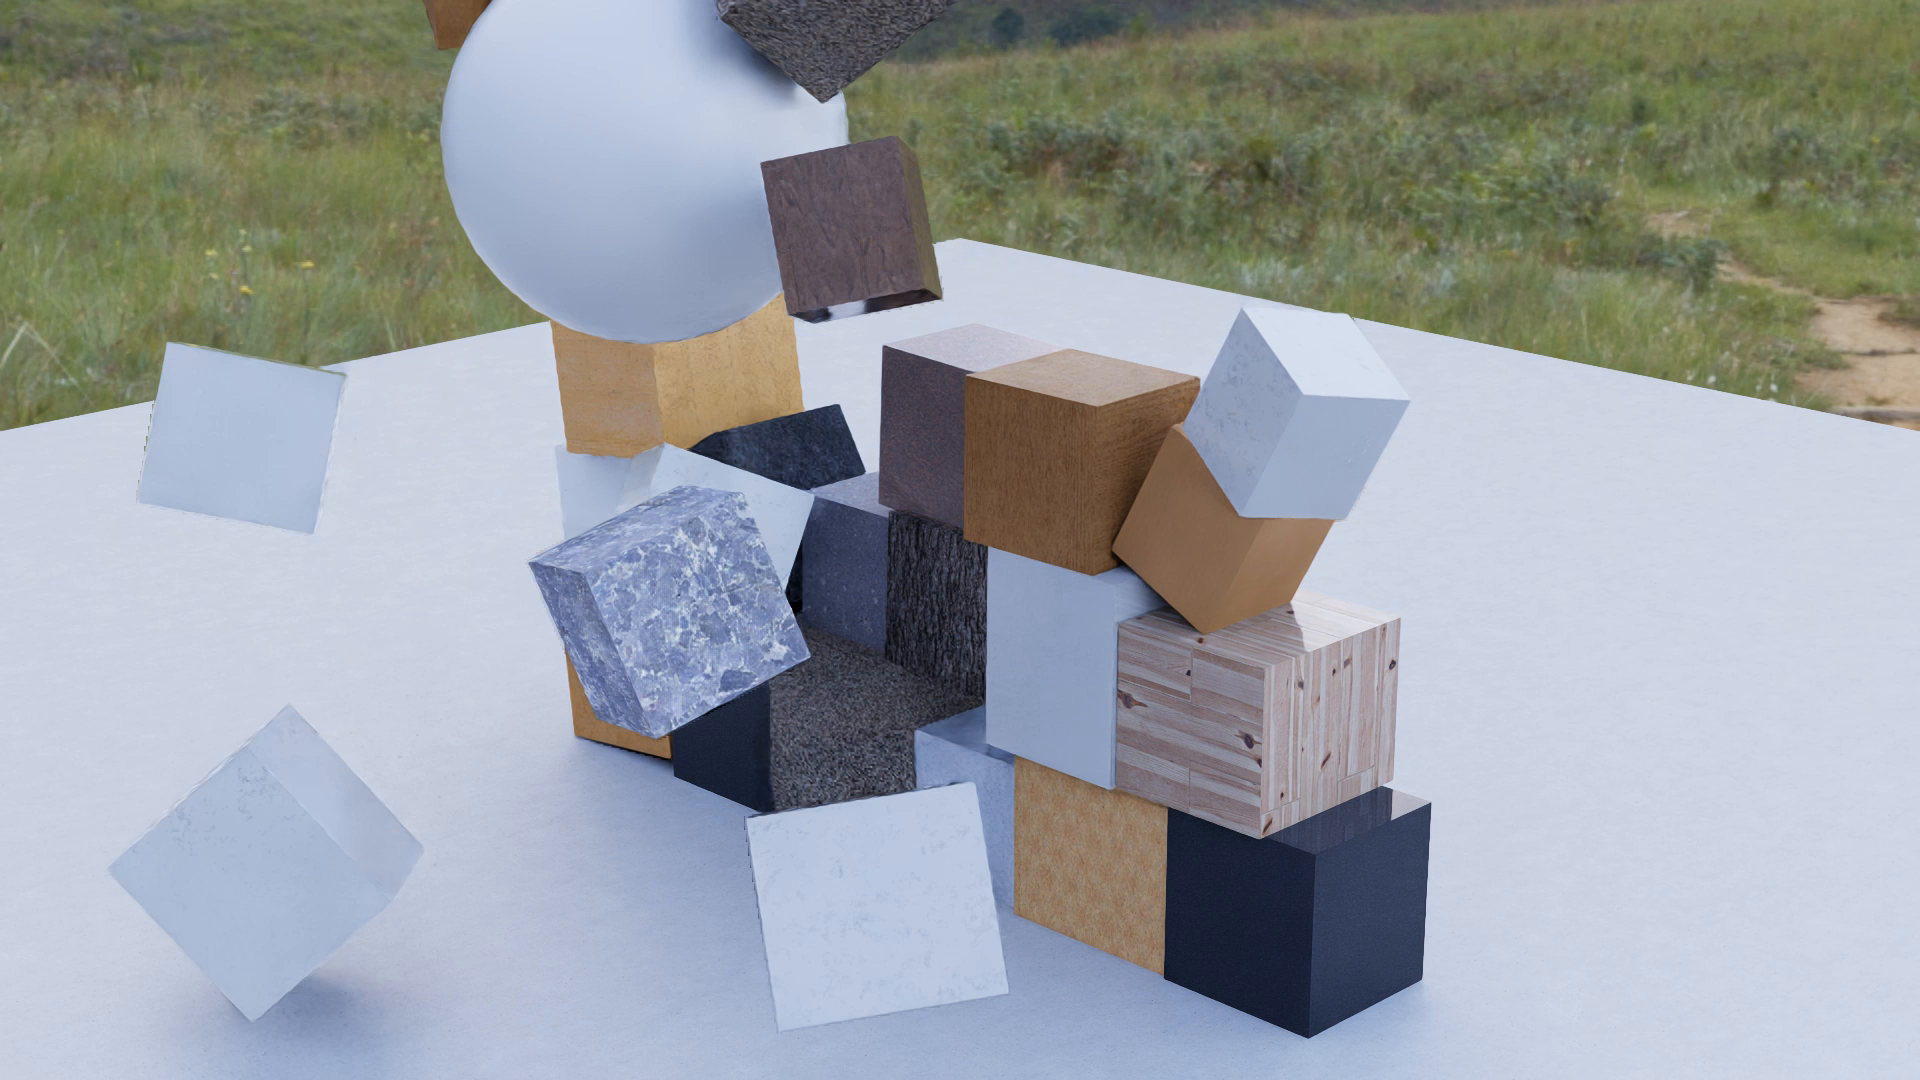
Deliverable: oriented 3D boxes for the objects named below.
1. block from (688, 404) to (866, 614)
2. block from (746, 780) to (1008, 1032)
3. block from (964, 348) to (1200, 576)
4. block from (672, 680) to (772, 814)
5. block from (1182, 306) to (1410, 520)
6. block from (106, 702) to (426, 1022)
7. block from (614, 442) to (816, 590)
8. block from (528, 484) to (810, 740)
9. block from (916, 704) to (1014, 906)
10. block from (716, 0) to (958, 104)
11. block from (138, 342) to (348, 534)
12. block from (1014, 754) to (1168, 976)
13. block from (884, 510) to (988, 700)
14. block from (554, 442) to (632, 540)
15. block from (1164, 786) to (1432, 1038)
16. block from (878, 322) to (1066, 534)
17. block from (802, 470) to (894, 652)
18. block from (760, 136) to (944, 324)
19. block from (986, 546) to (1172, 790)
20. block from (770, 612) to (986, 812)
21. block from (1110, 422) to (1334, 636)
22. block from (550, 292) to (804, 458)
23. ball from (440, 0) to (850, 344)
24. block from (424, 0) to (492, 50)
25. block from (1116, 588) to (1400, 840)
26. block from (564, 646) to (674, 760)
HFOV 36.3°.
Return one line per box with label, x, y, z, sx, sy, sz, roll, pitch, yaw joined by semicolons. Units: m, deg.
block;-0.931;-0.062;14.293;0.797;0.880;0.732;-16;-8;-42
block;-0.317;1.343;10.921;0.831;0.763;0.878;-9;-4;-3
block;0.517;-0.346;12.525;0.728;0.728;0.678;16;23;40
block;-0.875;0.832;14.519;0.736;0.707;0.816;17;24;42
block;1.325;-0.499;11.625;0.518;0.614;0.550;1;41;-30
block;-2.835;1.311;12.069;0.760;0.847;0.819;-41;7;5
block;-1.191;0.076;13.248;0.711;0.786;0.767;19;-8;-15
block;-1.024;0.240;10.290;0.633;0.631;0.587;-28;16;-23
block;0.266;1.186;13.436;0.659;0.680;0.670;-17;24;-42
block;-0.483;-2.177;10.857;0.697;0.585;0.651;-34;45;21
block;-2.881;-0.420;11.839;0.684;0.636;0.713;11;2;-11
block;0.833;1.292;12.893;0.893;0.804;0.787;17;24;42
block;0.166;0.220;13.183;0.713;0.709;0.686;-16;26;-42
block;-1.555;-0.170;14.927;0.672;0.713;0.672;-16;17;-41
block;1.411;1.474;12.301;0.771;0.811;0.778;-17;24;-42
block;0.068;-0.498;13.033;0.606;0.739;0.590;19;26;41
block;-0.309;0.093;13.650;0.569;0.649;0.638;-17;24;-42
block;-0.384;-1.113;10.602;0.494;0.546;0.571;-10;0;6
block;0.683;0.449;12.724;0.871;0.905;0.735;-16;24;-42
block;-0.289;0.867;13.927;0.848;0.994;0.890;-17;24;-42
block;1.125;-0.100;12.105;0.591;0.664;0.565;-18;52;-45
block;-1.407;-0.916;14.551;0.890;0.856;0.799;-16;15;-42
ball;-1.235;-1.573;11.552;1.600;1.600;1.600;0;17;0
block;-1.917;-2.400;11.893;0.538;0.540;0.515;-12;58;-15
block;1.245;0.681;12.255;0.889;0.730;0.775;-17;24;-42
block;-1.460;0.575;15.043;0.804;0.801;0.787;-17;18;-42
